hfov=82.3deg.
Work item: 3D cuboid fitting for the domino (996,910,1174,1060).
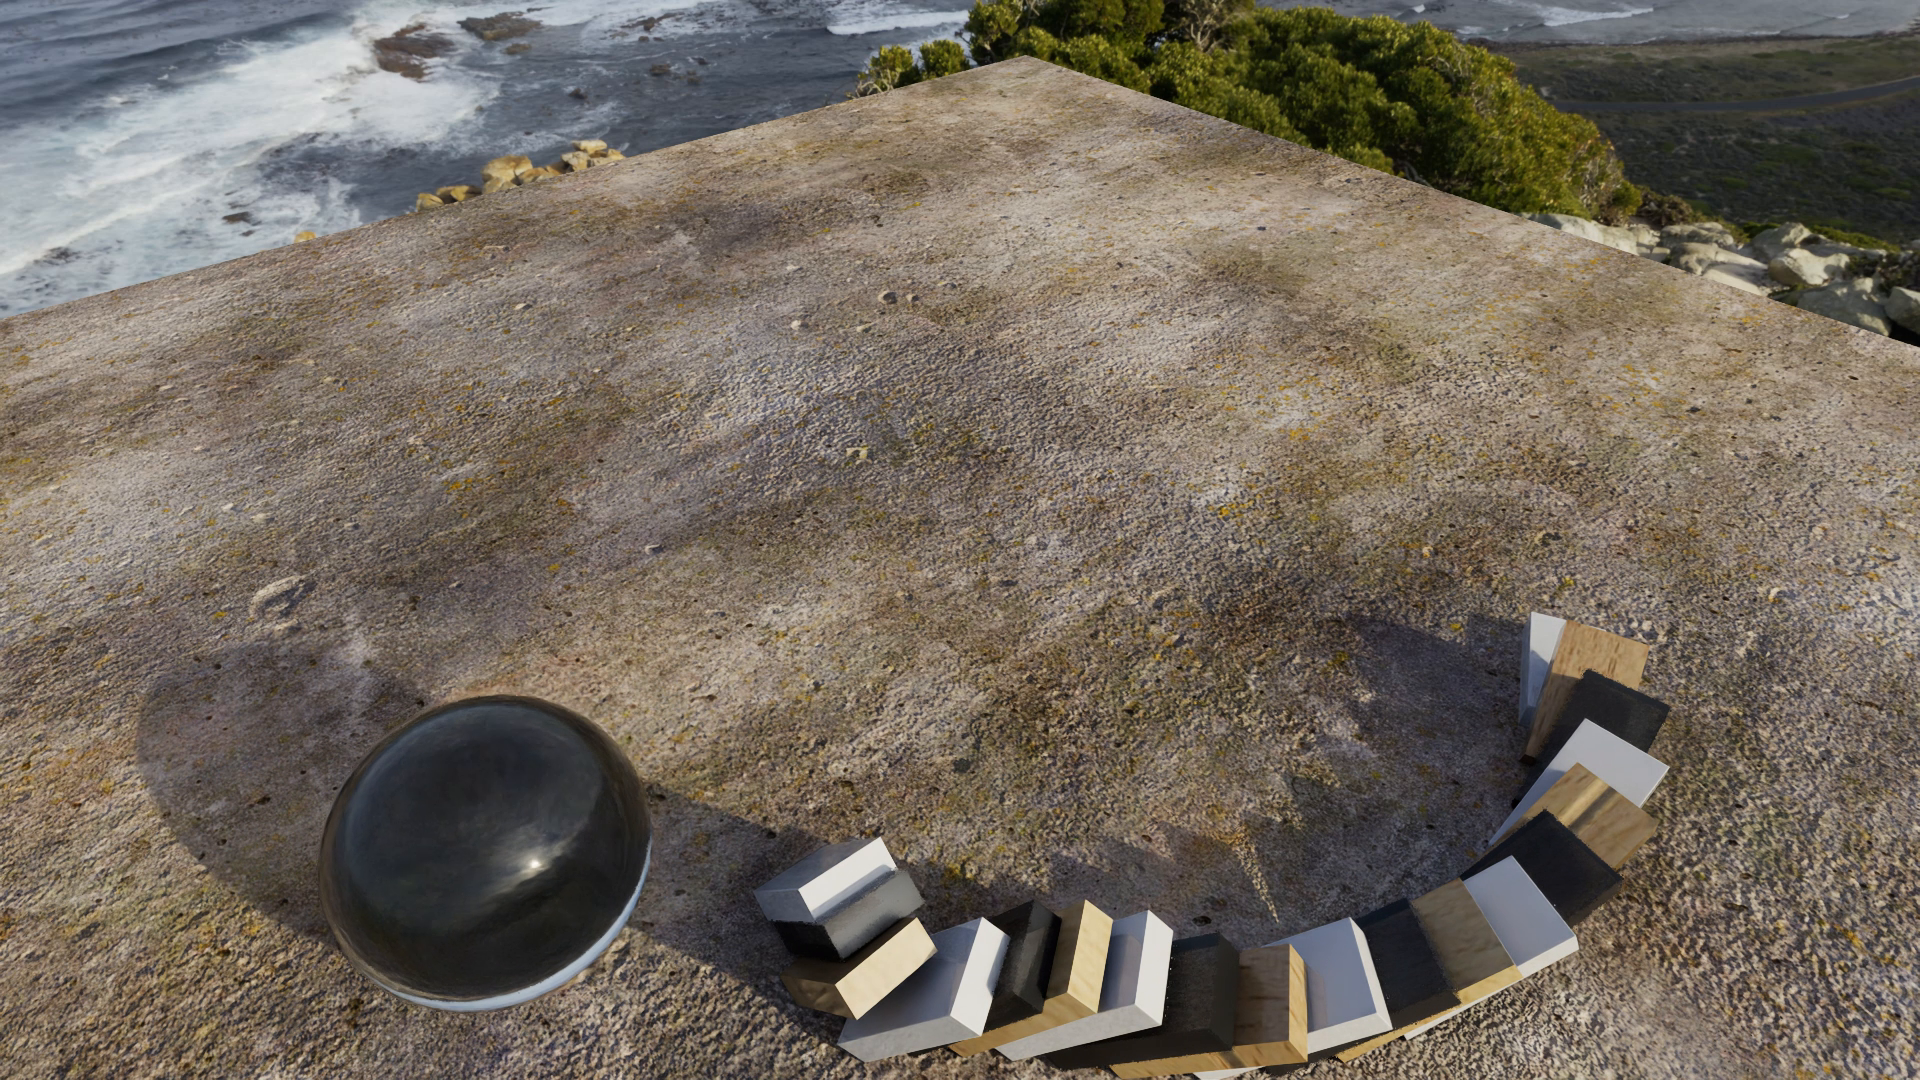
[{"bbox_3d":[0.030,0.113,0.279,0.010,0.050,0.025,43,38,-17],"label":"domino"}]

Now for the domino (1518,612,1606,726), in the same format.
[{"bbox_3d":[0.211,0.048,0.385,0.025,0.010,0.050,15,42,18],"label":"domino"}]

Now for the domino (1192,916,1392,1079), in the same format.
[{"bbox_3d":[0.080,0.117,0.279,0.050,0.010,0.025,-29,33,23],"label":"domino"}]

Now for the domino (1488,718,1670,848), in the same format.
[{"bbox_3d":[0.184,0.081,0.328,0.050,0.009,0.025,-47,54,-10],"label":"domino"}]

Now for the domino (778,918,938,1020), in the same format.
[{"bbox_3d":[-0.027,0.109,0.282,0.025,0.050,0.010,-31,88,-30],"label":"domino"}]

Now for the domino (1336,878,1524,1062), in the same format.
[{"bbox_3d":[0.115,0.112,0.286,0.050,0.009,0.025,-33,39,14],"label":"domino"}]

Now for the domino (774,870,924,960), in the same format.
[{"bbox_3d":[-0.031,0.100,0.294,0.025,0.050,0.010,-27,85,-29],"label":"domino"}]

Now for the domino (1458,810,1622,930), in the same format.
[{"bbox_3d":[0.152,0.100,0.303,0.050,0.009,0.025,-38,46,-1],"label":"domino"}]

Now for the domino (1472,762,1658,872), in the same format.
[{"bbox_3d":[0.170,0.091,0.315,0.050,0.009,0.025,-42,52,-5],"label":"domino"}]

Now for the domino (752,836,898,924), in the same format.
[{"bbox_3d":[-0.038,0.093,0.301,0.025,0.050,0.010,-27,85,-29],"label":"domino"}]

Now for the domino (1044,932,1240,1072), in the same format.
[{"bbox_3d":[0.045,0.117,0.277,0.050,0.010,0.025,-27,26,34],"label":"domino"}]

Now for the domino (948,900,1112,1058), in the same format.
[{"bbox_3d":[0.016,0.112,0.279,0.009,0.050,0.025,39,39,-15],"label":"domino"}]

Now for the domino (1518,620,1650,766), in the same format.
[{"bbox_3d":[0.204,0.054,0.360,0.025,0.009,0.050,20,71,22],"label":"domino"}]

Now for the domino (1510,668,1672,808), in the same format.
[{"bbox_3d":[0.197,0.068,0.343,0.025,0.009,0.050,29,74,30],"label":"domino"}]

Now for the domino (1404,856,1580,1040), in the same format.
[{"bbox_3d":[0.133,0.108,0.293,0.050,0.010,0.025,-32,42,6],"label":"domino"}]

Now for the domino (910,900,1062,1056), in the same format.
[{"bbox_3d":[0.003,0.112,0.279,0.010,0.050,0.025,39,39,-15],"label":"domino"}]

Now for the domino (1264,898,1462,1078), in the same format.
[{"bbox_3d":[0.098,0.115,0.282,0.050,0.009,0.025,-32,36,18],"label":"domino"}]

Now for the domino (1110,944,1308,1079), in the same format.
[{"bbox_3d":[0.061,0.119,0.277,0.050,0.009,0.025,-23,29,31],"label":"domino"}]

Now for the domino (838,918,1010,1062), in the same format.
[{"bbox_3d":[-0.010,0.114,0.276,0.010,0.050,0.025,39,44,-15],"label":"domino"}]

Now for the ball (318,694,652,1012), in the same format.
[{"bbox_3d":[-0.122,0.081,0.289,0.080,0.080,0.080,0,39,0],"label":"ball"}]
